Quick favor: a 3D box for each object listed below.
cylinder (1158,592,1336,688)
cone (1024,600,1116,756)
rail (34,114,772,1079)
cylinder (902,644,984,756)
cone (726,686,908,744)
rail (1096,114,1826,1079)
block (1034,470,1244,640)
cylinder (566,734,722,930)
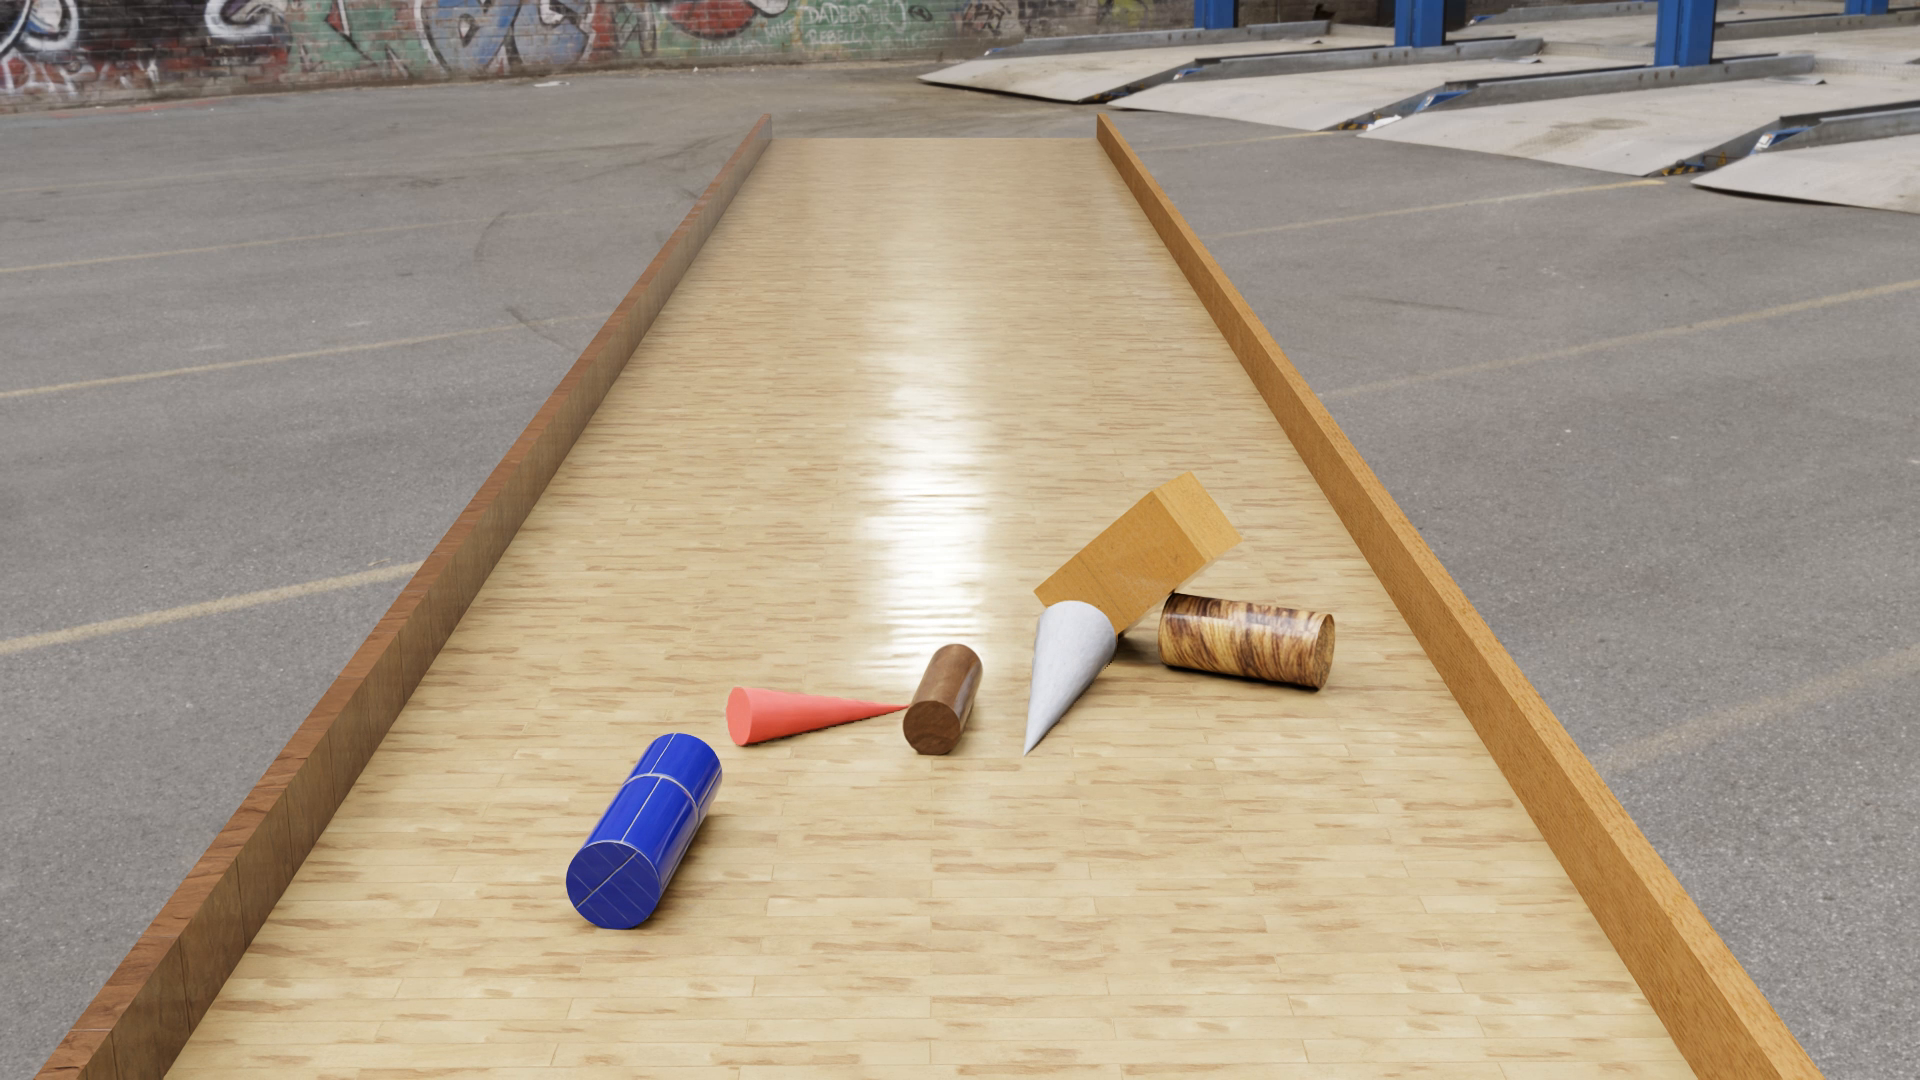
[{"bbox_3d":[0.562,0.196,4.313,0.316,0.146,0.146,8,18,24],"label":"cylinder"},{"bbox_3d":[0.170,0.289,4.114,0.161,0.161,0.452,4,27,14],"label":"cone"},{"bbox_3d":[-1.118,-0.838,7.780,0.050,0.150,12.000,0,17,-1],"label":"rail"},{"bbox_3d":[-0.029,0.291,4.063,0.105,0.105,0.310,2,17,8],"label":"cylinder"},{"bbox_3d":[-0.241,0.316,4.071,0.371,0.106,0.106,0,14,-31],"label":"cone"},{"bbox_3d":[0.932,-0.844,7.801,0.050,0.150,12.000,0,17,-1],"label":"rail"},{"bbox_3d":[0.355,0.051,4.400,0.357,0.175,0.175,-42,-9,33],"label":"block"},{"bbox_3d":[-0.490,0.450,3.463,0.142,0.142,0.436,2,17,6],"label":"cylinder"}]
